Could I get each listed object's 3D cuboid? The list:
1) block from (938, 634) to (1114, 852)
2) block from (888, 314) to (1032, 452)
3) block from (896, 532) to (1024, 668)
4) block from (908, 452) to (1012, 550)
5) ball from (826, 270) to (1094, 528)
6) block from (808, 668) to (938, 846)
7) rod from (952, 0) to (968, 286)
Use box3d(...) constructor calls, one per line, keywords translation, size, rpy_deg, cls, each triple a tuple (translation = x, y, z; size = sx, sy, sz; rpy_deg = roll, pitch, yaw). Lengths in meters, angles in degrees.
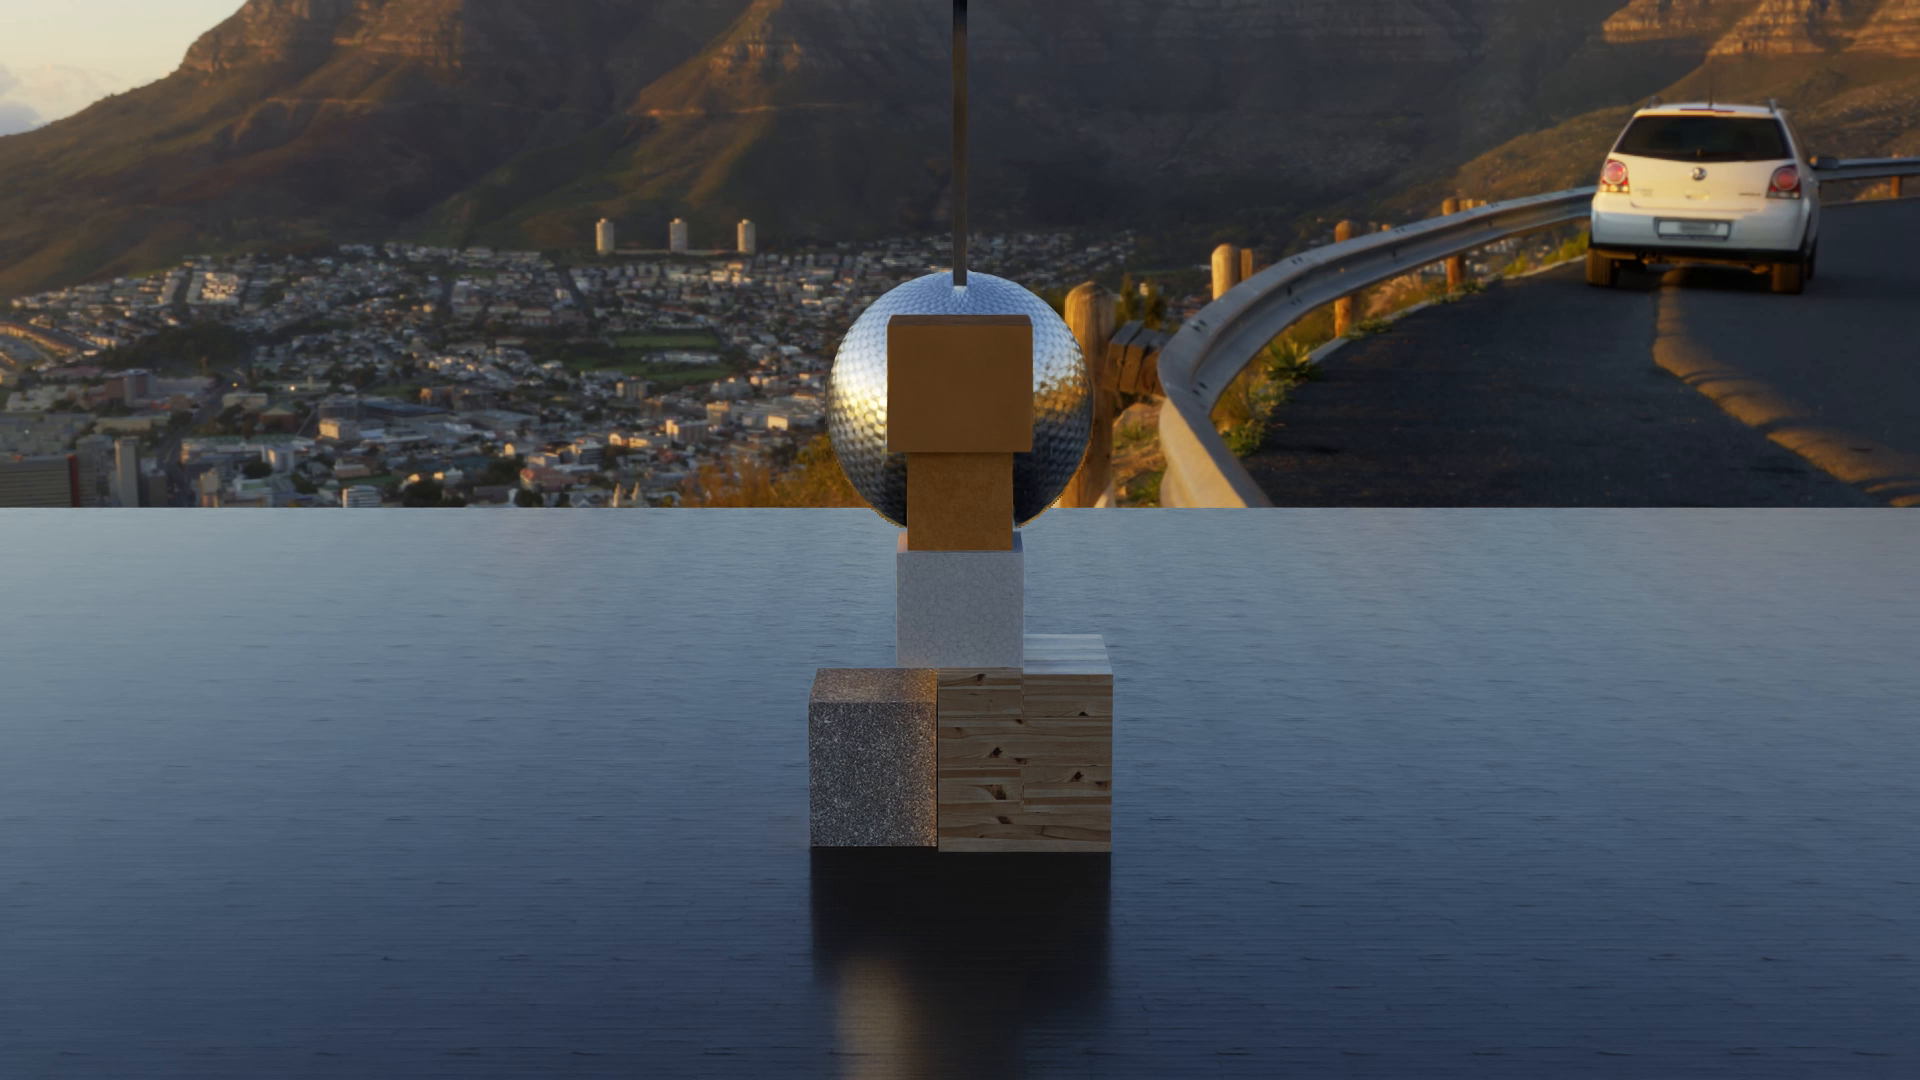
box3d(translation=(0.324, 1.029, 11.356), size=(0.861, 0.911, 0.900), rpy_deg=(0, 10, 0), cls="block")
box3d(translation=(0.000, -0.796, 11.044), size=(0.705, 0.618, 0.683), rpy_deg=(0, 10, 0), cls="block")
box3d(translation=(0.000, 0.294, 11.233), size=(0.629, 0.579, 0.616), rpy_deg=(0, 10, 0), cls="block")
box3d(translation=(0.000, -0.242, 11.147), size=(0.523, 0.507, 0.499), rpy_deg=(0, 10, 0), cls="block")
box3d(translation=(0.000, -0.804, 13.143), size=(1.600, 1.600, 1.600), rpy_deg=(0, 10, 0), cls="ball")
box3d(translation=(-0.435, 1.111, 11.371), size=(0.637, 0.746, 0.726), rpy_deg=(0, 10, 0), cls="block")
box3d(translation=(0.000, -3.732, 11.415), size=(0.080, 5.200, 0.080), rpy_deg=(0, 31, 0), cls="rod")
